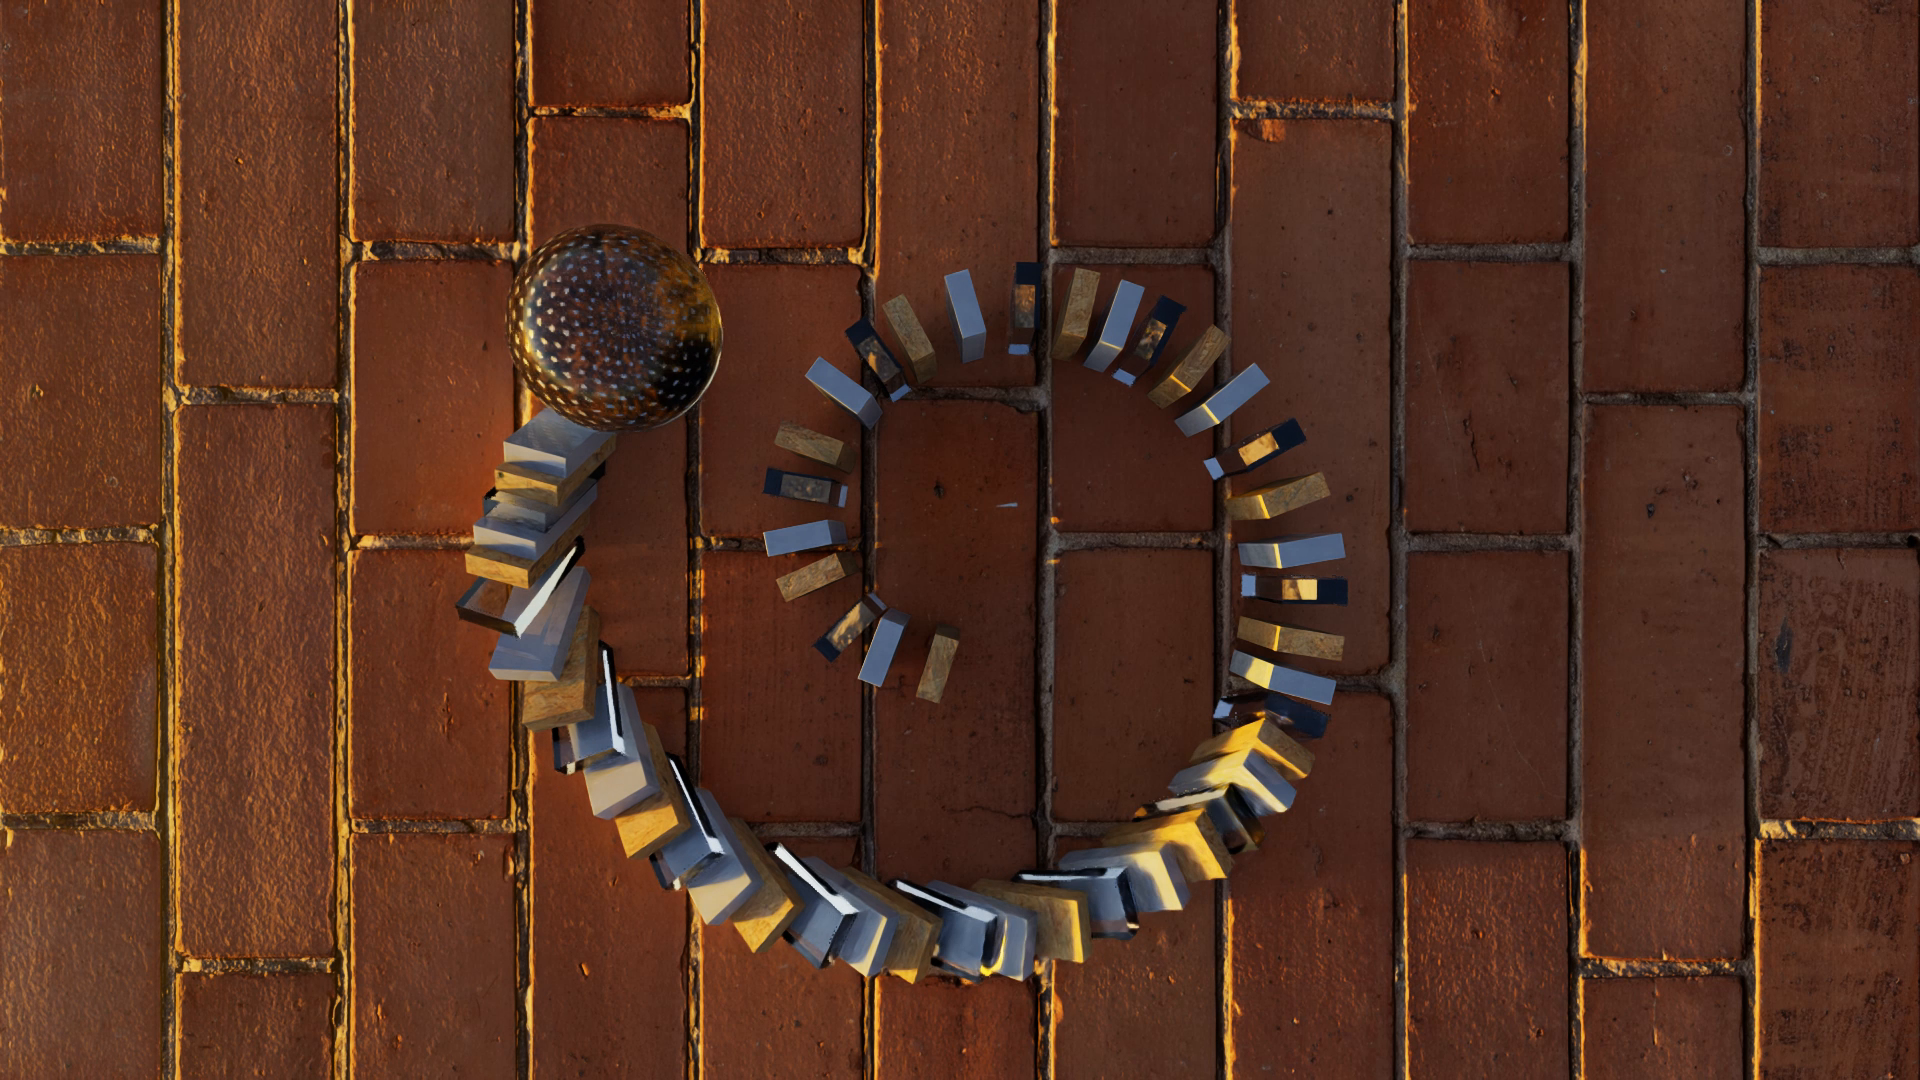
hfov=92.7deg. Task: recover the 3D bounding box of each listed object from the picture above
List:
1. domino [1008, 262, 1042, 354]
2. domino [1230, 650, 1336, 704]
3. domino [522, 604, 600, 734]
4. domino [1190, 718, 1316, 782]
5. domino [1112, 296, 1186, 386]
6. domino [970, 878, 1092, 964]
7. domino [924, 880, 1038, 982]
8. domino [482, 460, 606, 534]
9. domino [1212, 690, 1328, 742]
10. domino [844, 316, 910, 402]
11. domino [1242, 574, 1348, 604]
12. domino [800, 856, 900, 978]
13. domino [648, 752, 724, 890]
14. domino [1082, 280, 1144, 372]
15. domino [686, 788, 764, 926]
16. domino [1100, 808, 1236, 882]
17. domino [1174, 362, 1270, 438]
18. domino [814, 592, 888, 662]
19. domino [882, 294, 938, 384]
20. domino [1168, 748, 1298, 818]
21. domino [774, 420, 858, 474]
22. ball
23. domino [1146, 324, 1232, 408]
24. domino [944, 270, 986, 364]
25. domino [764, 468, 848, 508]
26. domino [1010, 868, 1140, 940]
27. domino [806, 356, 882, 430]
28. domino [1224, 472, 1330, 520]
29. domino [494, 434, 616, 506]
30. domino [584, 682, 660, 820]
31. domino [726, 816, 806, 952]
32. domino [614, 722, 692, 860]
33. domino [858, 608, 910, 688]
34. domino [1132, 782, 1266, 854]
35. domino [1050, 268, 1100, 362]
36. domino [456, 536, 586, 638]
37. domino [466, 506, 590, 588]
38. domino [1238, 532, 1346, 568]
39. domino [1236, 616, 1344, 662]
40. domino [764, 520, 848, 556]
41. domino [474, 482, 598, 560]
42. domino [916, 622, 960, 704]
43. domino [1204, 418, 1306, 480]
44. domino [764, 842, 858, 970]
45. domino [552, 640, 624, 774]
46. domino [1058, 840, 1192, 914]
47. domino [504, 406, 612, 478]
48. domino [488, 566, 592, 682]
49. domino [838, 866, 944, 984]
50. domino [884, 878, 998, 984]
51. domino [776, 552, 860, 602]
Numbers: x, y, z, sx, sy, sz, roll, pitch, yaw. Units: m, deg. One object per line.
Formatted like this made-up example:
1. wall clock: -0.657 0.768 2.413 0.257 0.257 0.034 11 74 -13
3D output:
1. domino: 0.026 -0.094 0.375 0.009 0.050 0.025 2 90 0
2. domino: 0.131 0.055 0.375 0.025 0.050 0.009 15 90 0
3. domino: -0.165 0.053 0.381 0.025 0.009 0.050 -14 54 1
4. domino: 0.119 0.090 0.376 0.025 0.050 0.010 37 60 0
5. domino: 0.076 -0.080 0.375 0.010 0.050 0.025 27 90 0
6. domino: 0.029 0.158 0.383 0.050 0.009 0.025 -6 91 32
7. domino: 0.007 0.162 0.383 0.050 0.010 0.025 6 90 30
8. domino: -0.169 -0.023 0.377 0.025 0.050 0.009 15 123 0
9. domino: 0.126 0.073 0.375 0.025 0.050 0.010 26 74 0
10. domino: -0.033 -0.073 0.375 0.009 0.050 0.025 -37 90 0
11. domino: 0.136 0.020 0.375 0.025 0.050 0.010 0 90 0
12. domino: -0.050 0.156 0.382 0.050 0.010 0.025 20 91 33
13. domino: -0.121 0.117 0.383 0.025 0.009 0.050 -38 60 0
14. domino: 0.062 -0.086 0.375 0.009 0.050 0.025 20 90 0
15. domino: -0.105 0.132 0.383 0.025 0.009 0.050 -44 59 0
16. domino: 0.085 0.129 0.380 0.050 0.010 0.025 -30 90 43
17. domino: 0.106 -0.056 0.375 0.025 0.050 0.009 -39 90 0
18. domino: -0.044 0.035 0.375 0.025 0.050 0.010 -45 90 0
19. domino: -0.020 -0.081 0.375 0.010 0.050 0.025 -29 90 0
20. domino: 0.111 0.103 0.377 0.025 0.050 0.010 44 56 0
21. domino: -0.058 -0.037 0.375 0.025 0.050 0.010 19 90 0
22. ball: -0.134 -0.082 0.360 0.080 0.080 0.080 0 90 0
23. domino: 0.093 -0.070 0.375 0.010 0.050 0.025 39 90 0
24. domino: 0.002 -0.090 0.375 0.009 0.050 0.025 -16 90 0
25. domino: -0.062 -0.021 0.375 0.025 0.050 0.009 9 90 0
26. domino: 0.047 0.152 0.383 0.050 0.010 0.025 -14 90 32
27. domino: -0.046 -0.059 0.375 0.025 0.050 0.010 36 90 0
28. domino: 0.128 -0.017 0.375 0.025 0.050 0.009 -21 90 0
29. domino: -0.165 -0.033 0.377 0.025 0.050 0.010 15 123 0
30. domino: -0.145 0.087 0.383 0.025 0.009 0.050 -30 59 1
31. domino: -0.089 0.143 0.383 0.050 0.009 0.025 40 91 31
32. domino: -0.133 0.104 0.382 0.025 0.010 0.050 -35 59 2
33. domino: -0.030 0.043 0.375 0.009 0.050 0.025 21 90 0
34. domino: 0.098 0.118 0.379 0.010 0.050 0.025 -34 90 -44
35. domino: 0.046 -0.091 0.375 0.010 0.050 0.025 13 90 0
36. domino: -0.180 0.015 0.379 0.025 0.010 0.050 17 47 3
37. domino: -0.176 -0.001 0.377 0.025 0.050 0.009 15 123 0
38. domino: 0.134 0.004 0.375 0.025 0.050 0.009 -10 90 0
39. domino: 0.134 0.040 0.375 0.025 0.050 0.009 9 90 0
40. domino: -0.062 -0.001 0.375 0.025 0.050 0.009 -11 90 0
41. domino: -0.173 -0.012 0.377 0.025 0.050 0.009 15 123 0
42. domino: -0.009 0.049 0.375 0.009 0.050 0.025 18 90 0
43. domino: 0.119 -0.036 0.375 0.025 0.050 0.010 -29 90 0
44. domino: -0.067 0.151 0.382 0.050 0.010 0.025 27 94 33
45. domino: -0.157 0.069 0.383 0.025 0.010 0.050 -20 60 0
46. domino: 0.068 0.141 0.381 0.050 0.010 0.025 -22 90 37
47. domino: -0.161 -0.044 0.377 0.025 0.050 0.009 15 123 0
48. domino: -0.174 0.034 0.382 0.025 0.010 0.050 2 55 0
49. domino: -0.033 0.160 0.383 0.050 0.010 0.025 18 90 30
50. domino: -0.010 0.162 0.382 0.050 0.009 0.025 8 91 31
51. domino: -0.057 0.014 0.375 0.025 0.050 0.009 -24 90 0
